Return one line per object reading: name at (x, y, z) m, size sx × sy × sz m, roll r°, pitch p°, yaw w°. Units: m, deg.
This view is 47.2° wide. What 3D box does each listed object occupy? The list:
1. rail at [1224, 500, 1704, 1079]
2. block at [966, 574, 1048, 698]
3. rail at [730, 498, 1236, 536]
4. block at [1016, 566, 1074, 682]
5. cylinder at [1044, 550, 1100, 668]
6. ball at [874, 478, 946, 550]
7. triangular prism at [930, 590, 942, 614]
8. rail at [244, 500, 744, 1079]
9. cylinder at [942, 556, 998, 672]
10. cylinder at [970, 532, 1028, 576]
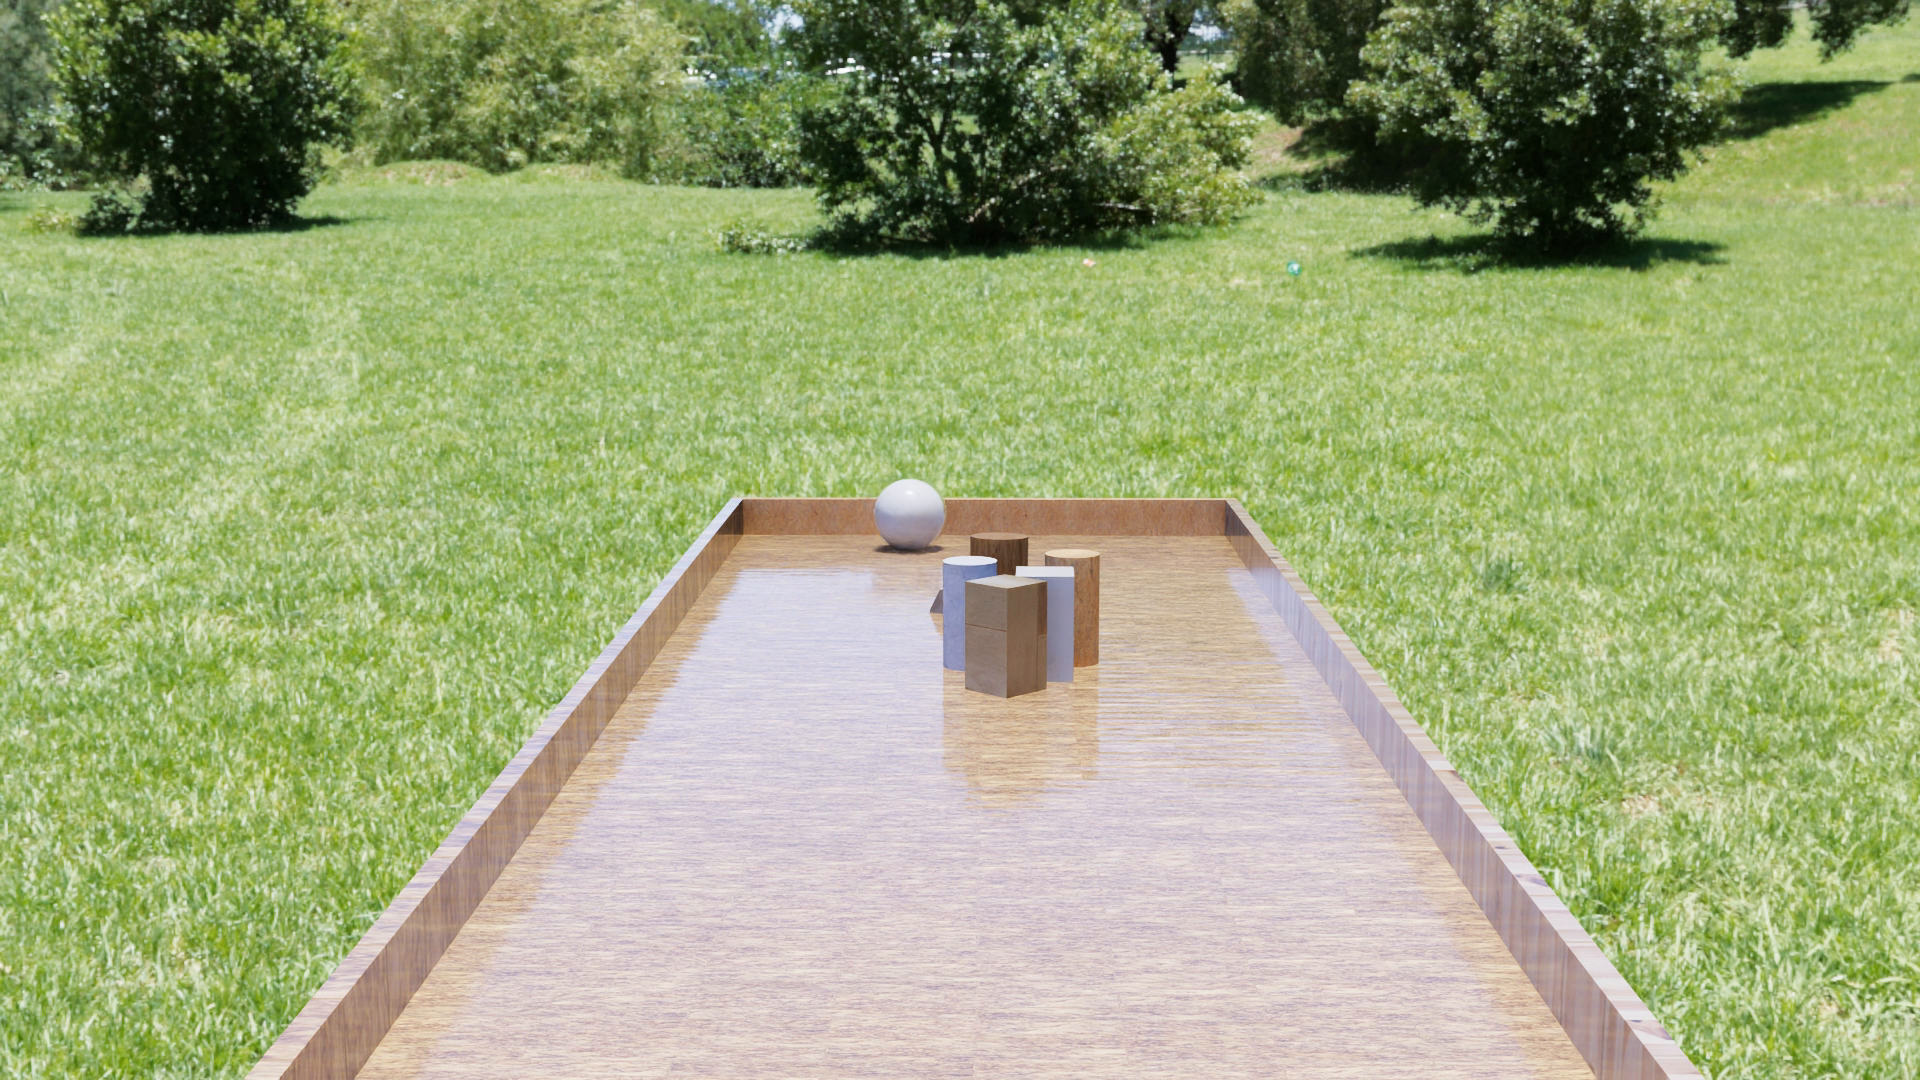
rail at (1.046, 0.843, 3.208) m, size 0.050 × 0.150 × 12.000 m, roll 0°, pitch 9°, yaw 1°
block at (0.131, 0.273, 6.283) m, size 0.165 × 0.315 × 0.165 m, roll 9°, pitch 13°, yaw 44°
rail at (0.099, -0.098, 9.147) m, size 2.100 × 0.150 × 0.050 m, roll 0°, pitch 9°, yaw 1°
block at (0.248, 0.246, 6.459) m, size 0.169 × 0.312 × 0.169 m, roll 0°, pitch 9°, yaw 2°
cylinder at (0.339, 0.205, 6.652) m, size 0.165 × 0.333 × 0.165 m, roll 0°, pitch 9°, yaw 0°
ball at (-0.200, -0.103, 8.754) m, size 0.283 × 0.283 × 0.283 m, roll 0°, pitch 9°, yaw 0°
triangular prism at (0.058, 0.180, 7.599) m, size 0.094 × 0.082 × 0.424 m, roll 6°, pitch 11°, yaw 35°
rail at (-1.004, 0.839, 3.234) m, size 0.050 × 0.150 × 12.000 m, roll 0°, pitch 9°, yaw 1°
cylinder at (0.030, 0.220, 6.595) m, size 0.163 × 0.321 × 0.163 m, roll 0°, pitch 9°, yaw 0°
cylinder at (0.119, 0.167, 6.784) m, size 0.178 × 0.361 × 0.178 m, roll 1°, pitch 7°, yaw 0°
